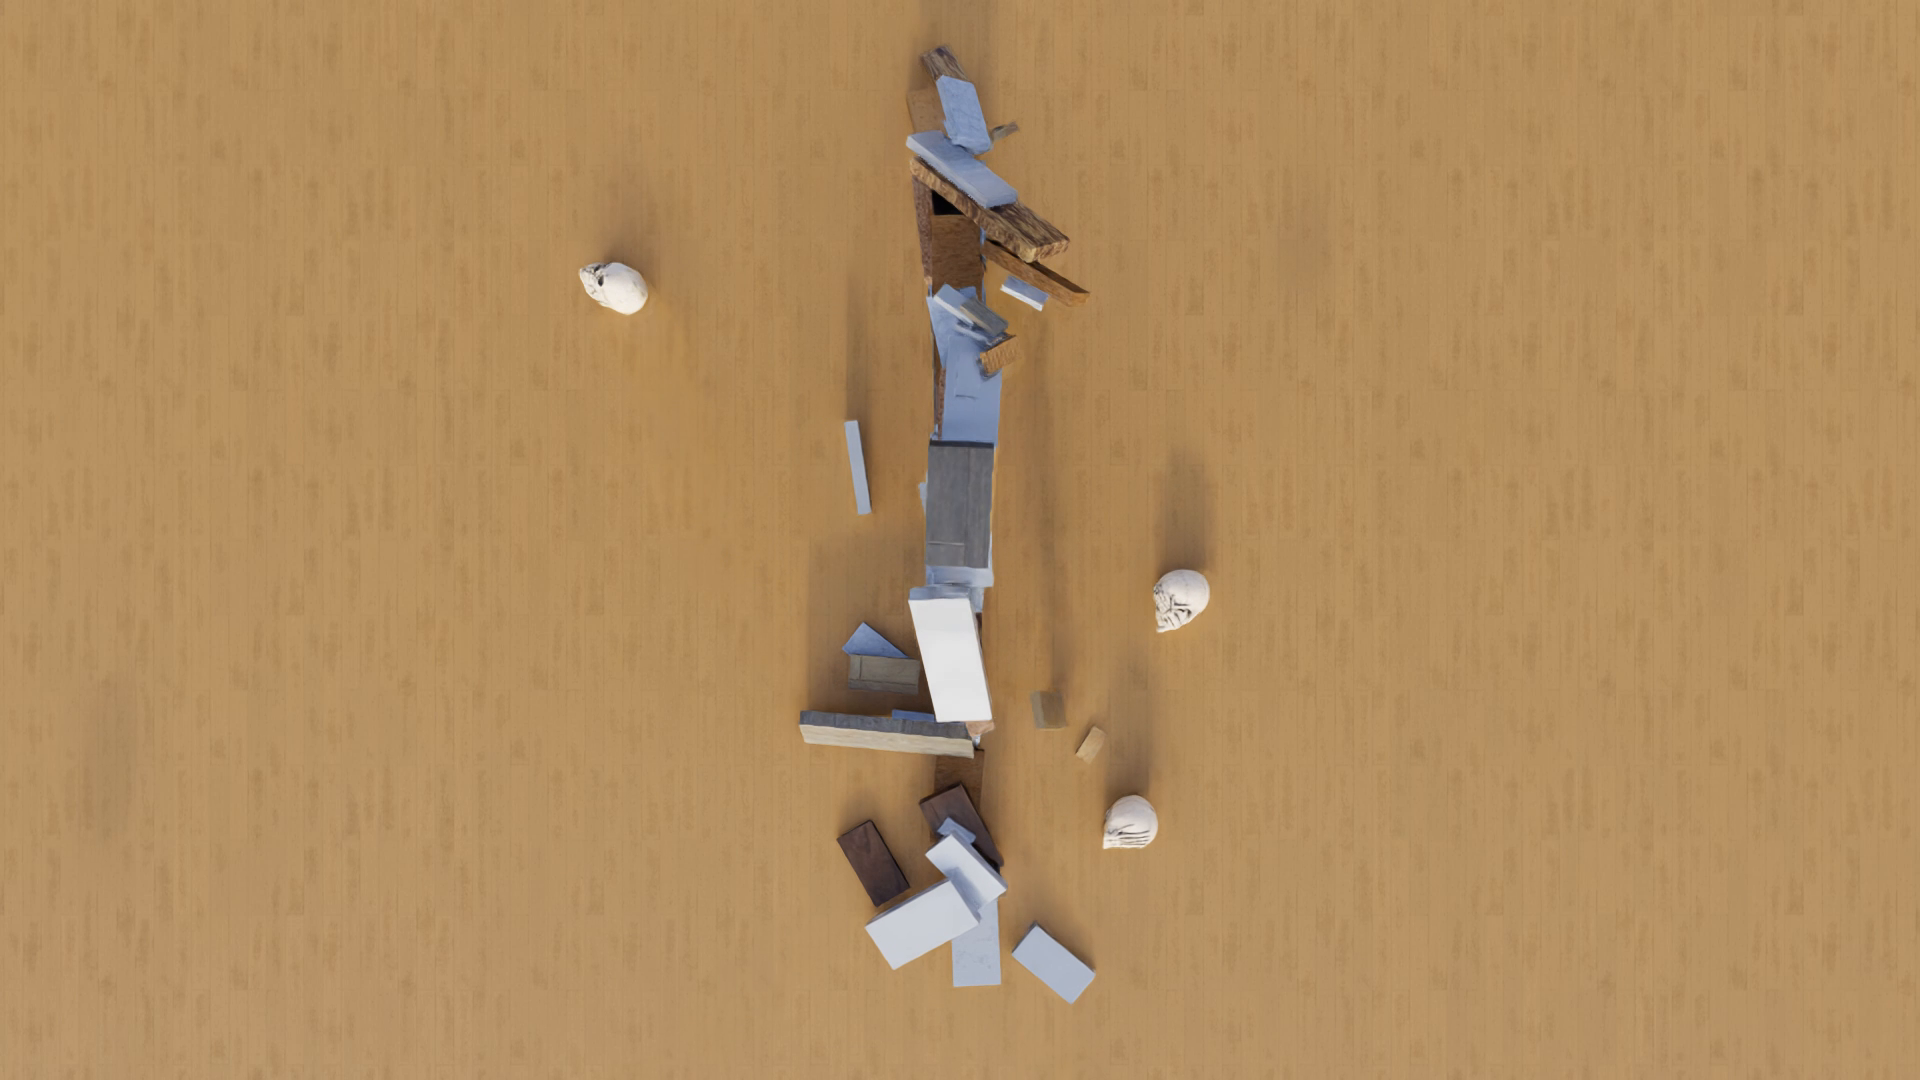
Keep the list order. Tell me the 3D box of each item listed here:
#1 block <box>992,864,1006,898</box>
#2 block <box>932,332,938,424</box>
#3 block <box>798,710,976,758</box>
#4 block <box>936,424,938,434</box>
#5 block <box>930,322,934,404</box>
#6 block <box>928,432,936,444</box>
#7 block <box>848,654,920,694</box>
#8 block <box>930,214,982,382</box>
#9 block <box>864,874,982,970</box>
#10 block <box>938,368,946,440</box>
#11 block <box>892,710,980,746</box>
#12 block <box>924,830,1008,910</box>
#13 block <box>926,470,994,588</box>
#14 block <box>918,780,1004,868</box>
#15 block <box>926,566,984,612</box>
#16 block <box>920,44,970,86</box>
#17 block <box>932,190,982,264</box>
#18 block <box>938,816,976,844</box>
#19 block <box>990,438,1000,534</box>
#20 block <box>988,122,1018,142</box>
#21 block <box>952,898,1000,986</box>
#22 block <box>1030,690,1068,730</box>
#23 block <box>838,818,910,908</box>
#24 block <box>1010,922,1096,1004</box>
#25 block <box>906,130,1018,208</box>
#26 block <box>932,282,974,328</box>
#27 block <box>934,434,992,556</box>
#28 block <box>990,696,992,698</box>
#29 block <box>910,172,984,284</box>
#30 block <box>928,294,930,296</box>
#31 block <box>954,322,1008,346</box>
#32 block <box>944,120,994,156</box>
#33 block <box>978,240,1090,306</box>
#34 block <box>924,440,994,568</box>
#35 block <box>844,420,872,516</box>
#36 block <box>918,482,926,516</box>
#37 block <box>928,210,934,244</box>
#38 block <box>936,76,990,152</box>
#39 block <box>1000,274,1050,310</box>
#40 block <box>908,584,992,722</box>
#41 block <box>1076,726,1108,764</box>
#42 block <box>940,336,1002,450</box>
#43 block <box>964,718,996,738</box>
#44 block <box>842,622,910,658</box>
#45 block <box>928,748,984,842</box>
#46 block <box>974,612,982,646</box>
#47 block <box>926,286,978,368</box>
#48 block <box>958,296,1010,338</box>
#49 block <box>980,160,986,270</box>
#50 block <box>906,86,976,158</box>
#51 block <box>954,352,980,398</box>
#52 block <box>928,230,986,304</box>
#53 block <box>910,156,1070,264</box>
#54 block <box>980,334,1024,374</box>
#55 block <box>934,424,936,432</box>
[{"bbox_3d":[0.110,1.125,5.429,0.058,0.016,0.115,-14,109,1],"label":"block"},{"bbox_3d":[0.007,-0.507,4.806,0.168,0.048,0.336,-1,78,1],"label":"block"},{"bbox_3d":[-0.235,0.635,5.389,0.564,0.174,0.049,5,63,5],"label":"block"},{"bbox_3d":[0.012,-0.413,4.959,0.168,0.048,0.393,-1,117,0],"label":"block"},{"bbox_3d":[-0.003,-0.539,5.002,0.166,0.331,0.047,-1,51,0],"label":"block"},{"bbox_3d":[-0.006,-0.185,4.821,0.168,0.336,0.048,6,56,3],"label":"block"},{"bbox_3d":[-0.249,0.444,5.451,0.230,0.033,0.115,5,90,0],"label":"block"},{"bbox_3d":[-0.008,-0.689,4.712,0.139,0.039,0.469,-2,96,-2],"label":"block"},{"bbox_3d":[-0.122,1.257,5.419,0.347,0.049,0.174,-32,94,17],"label":"block"},{"bbox_3d":[0.014,-0.321,4.561,0.151,0.043,0.302,2,94,-4],"label":"block"},{"bbox_3d":[-0.078,0.618,5.424,0.295,0.148,0.042,7,65,0],"label":"block"},{"bbox_3d":[0.022,1.076,5.387,0.259,0.037,0.130,46,116,-7],"label":"block"},{"bbox_3d":[-0.002,-0.033,4.694,0.170,0.048,0.339,-4,96,-1],"label":"block"},{"bbox_3d":[0.006,0.963,5.423,0.157,0.044,0.314,-26,100,6],"label":"block"},{"bbox_3d":[-0.010,0.037,4.782,0.167,0.047,0.335,3,90,0],"label":"block"},{"bbox_3d":[-0.039,-1.528,5.437,0.100,0.028,0.201,-27,79,-10],"label":"block"},{"bbox_3d":[-0.011,-0.920,4.783,0.128,0.036,0.256,-3,69,-2],"label":"block"},{"bbox_3d":[-0.010,0.959,5.389,0.115,0.016,0.058,36,96,-6],"label":"block"},{"bbox_3d":[0.019,-0.135,4.537,0.151,0.043,0.302,4,103,-5],"label":"block"},{"bbox_3d":[0.084,-1.251,5.126,0.100,0.201,0.028,-33,109,-28],"label":"block"},{"bbox_3d":[0.050,1.317,5.478,0.157,0.044,0.314,-3,90,0],"label":"block"},{"bbox_3d":[0.286,0.547,5.298,0.033,0.394,0.115,-12,81,12],"label":"block"},{"bbox_3d":[-0.288,1.074,5.482,0.130,0.037,0.259,-30,90,0],"label":"block"},{"bbox_3d":[0.310,1.407,5.482,0.259,0.037,0.130,40,90,0],"label":"block"},{"bbox_3d":[0.003,-1.066,4.728,0.115,0.033,0.368,-21,52,-36],"label":"block"},{"bbox_3d":[-0.005,-0.644,4.522,0.130,0.018,0.065,36,47,-3],"label":"block"},{"bbox_3d":[0.007,-0.126,4.633,0.170,0.048,0.339,1,97,-2],"label":"block"},{"bbox_3d":[0.021,0.549,5.353,0.148,0.295,0.042,4,73,0],"label":"block"},{"bbox_3d":[-0.038,-0.941,4.904,0.176,0.050,0.353,-7,75,-3],"label":"block"},{"bbox_3d":[-0.013,-0.736,5.197,0.166,0.563,0.047,-4,49,-1],"label":"block"},{"bbox_3d":[0.057,-0.569,4.517,0.130,0.065,0.018,26,129,24],"label":"block"},{"bbox_3d":[0.027,-1.207,4.919,0.033,0.230,0.115,-21,98,26],"label":"block"},{"bbox_3d":[0.211,-0.755,4.668,0.303,0.152,0.043,33,107,13],"label":"block"},{"bbox_3d":[-0.002,-0.096,4.469,0.174,0.049,0.347,3,113,1],"label":"block"},{"bbox_3d":[-0.336,-0.235,5.423,0.043,0.152,0.303,-9,90,-3],"label":"block"},{"bbox_3d":[-0.075,-0.106,4.742,0.064,0.018,0.128,-14,86,16],"label":"block"},{"bbox_3d":[-0.018,-0.842,4.824,0.128,0.036,0.256,-4,83,-3],"label":"block"},{"bbox_3d":[0.009,-1.242,4.803,0.115,0.033,0.230,6,58,-35],"label":"block"},{"bbox_3d":[0.178,-0.678,4.511,0.124,0.062,0.018,28,133,2],"label":"block"},{"bbox_3d":[-0.022,0.342,4.857,0.170,0.579,0.048,-3,48,7],"label":"block"},{"bbox_3d":[0.439,0.681,5.492,0.058,0.016,0.115,33,90,0],"label":"block"},{"bbox_3d":[0.033,-0.400,4.490,0.151,0.043,0.302,5,76,-5],"label":"block"},{"bbox_3d":[0.044,0.522,5.145,0.085,0.024,0.169,-19,100,4],"label":"block"},{"bbox_3d":[-0.267,0.387,5.484,0.230,0.033,0.115,38,90,0],"label":"block"},{"bbox_3d":[-0.010,0.848,5.478,0.157,0.044,0.314,5,90,0],"label":"block"},{"bbox_3d":[0.002,0.306,5.210,0.134,0.038,0.268,1,90,0],"label":"block"},{"bbox_3d":[0.003,-0.558,4.606,0.139,0.039,0.277,-14,103,-3],"label":"block"},{"bbox_3d":[0.066,-0.609,4.503,0.130,0.018,0.065,38,46,8],"label":"block"},{"bbox_3d":[-0.003,-1.075,5.475,0.176,0.050,0.353,-1,90,0],"label":"block"},{"bbox_3d":[-0.056,-1.321,5.438,0.176,0.050,0.353,-12,79,-2],"label":"block"},{"bbox_3d":[0.022,-0.447,4.468,0.062,0.018,0.124,5,77,-5],"label":"block"},{"bbox_3d":[-0.015,-0.825,4.924,0.166,0.047,0.331,-3,76,-1],"label":"block"},{"bbox_3d":[0.079,-0.953,4.682,0.152,0.043,0.520,-22,53,-37],"label":"block"},{"bbox_3d":[0.113,-0.504,4.475,0.124,0.018,0.062,-31,119,-27],"label":"block"},{"bbox_3d":[-0.005,-0.376,5.167,0.155,0.044,0.310,0,89,0],"label":"block"}]
